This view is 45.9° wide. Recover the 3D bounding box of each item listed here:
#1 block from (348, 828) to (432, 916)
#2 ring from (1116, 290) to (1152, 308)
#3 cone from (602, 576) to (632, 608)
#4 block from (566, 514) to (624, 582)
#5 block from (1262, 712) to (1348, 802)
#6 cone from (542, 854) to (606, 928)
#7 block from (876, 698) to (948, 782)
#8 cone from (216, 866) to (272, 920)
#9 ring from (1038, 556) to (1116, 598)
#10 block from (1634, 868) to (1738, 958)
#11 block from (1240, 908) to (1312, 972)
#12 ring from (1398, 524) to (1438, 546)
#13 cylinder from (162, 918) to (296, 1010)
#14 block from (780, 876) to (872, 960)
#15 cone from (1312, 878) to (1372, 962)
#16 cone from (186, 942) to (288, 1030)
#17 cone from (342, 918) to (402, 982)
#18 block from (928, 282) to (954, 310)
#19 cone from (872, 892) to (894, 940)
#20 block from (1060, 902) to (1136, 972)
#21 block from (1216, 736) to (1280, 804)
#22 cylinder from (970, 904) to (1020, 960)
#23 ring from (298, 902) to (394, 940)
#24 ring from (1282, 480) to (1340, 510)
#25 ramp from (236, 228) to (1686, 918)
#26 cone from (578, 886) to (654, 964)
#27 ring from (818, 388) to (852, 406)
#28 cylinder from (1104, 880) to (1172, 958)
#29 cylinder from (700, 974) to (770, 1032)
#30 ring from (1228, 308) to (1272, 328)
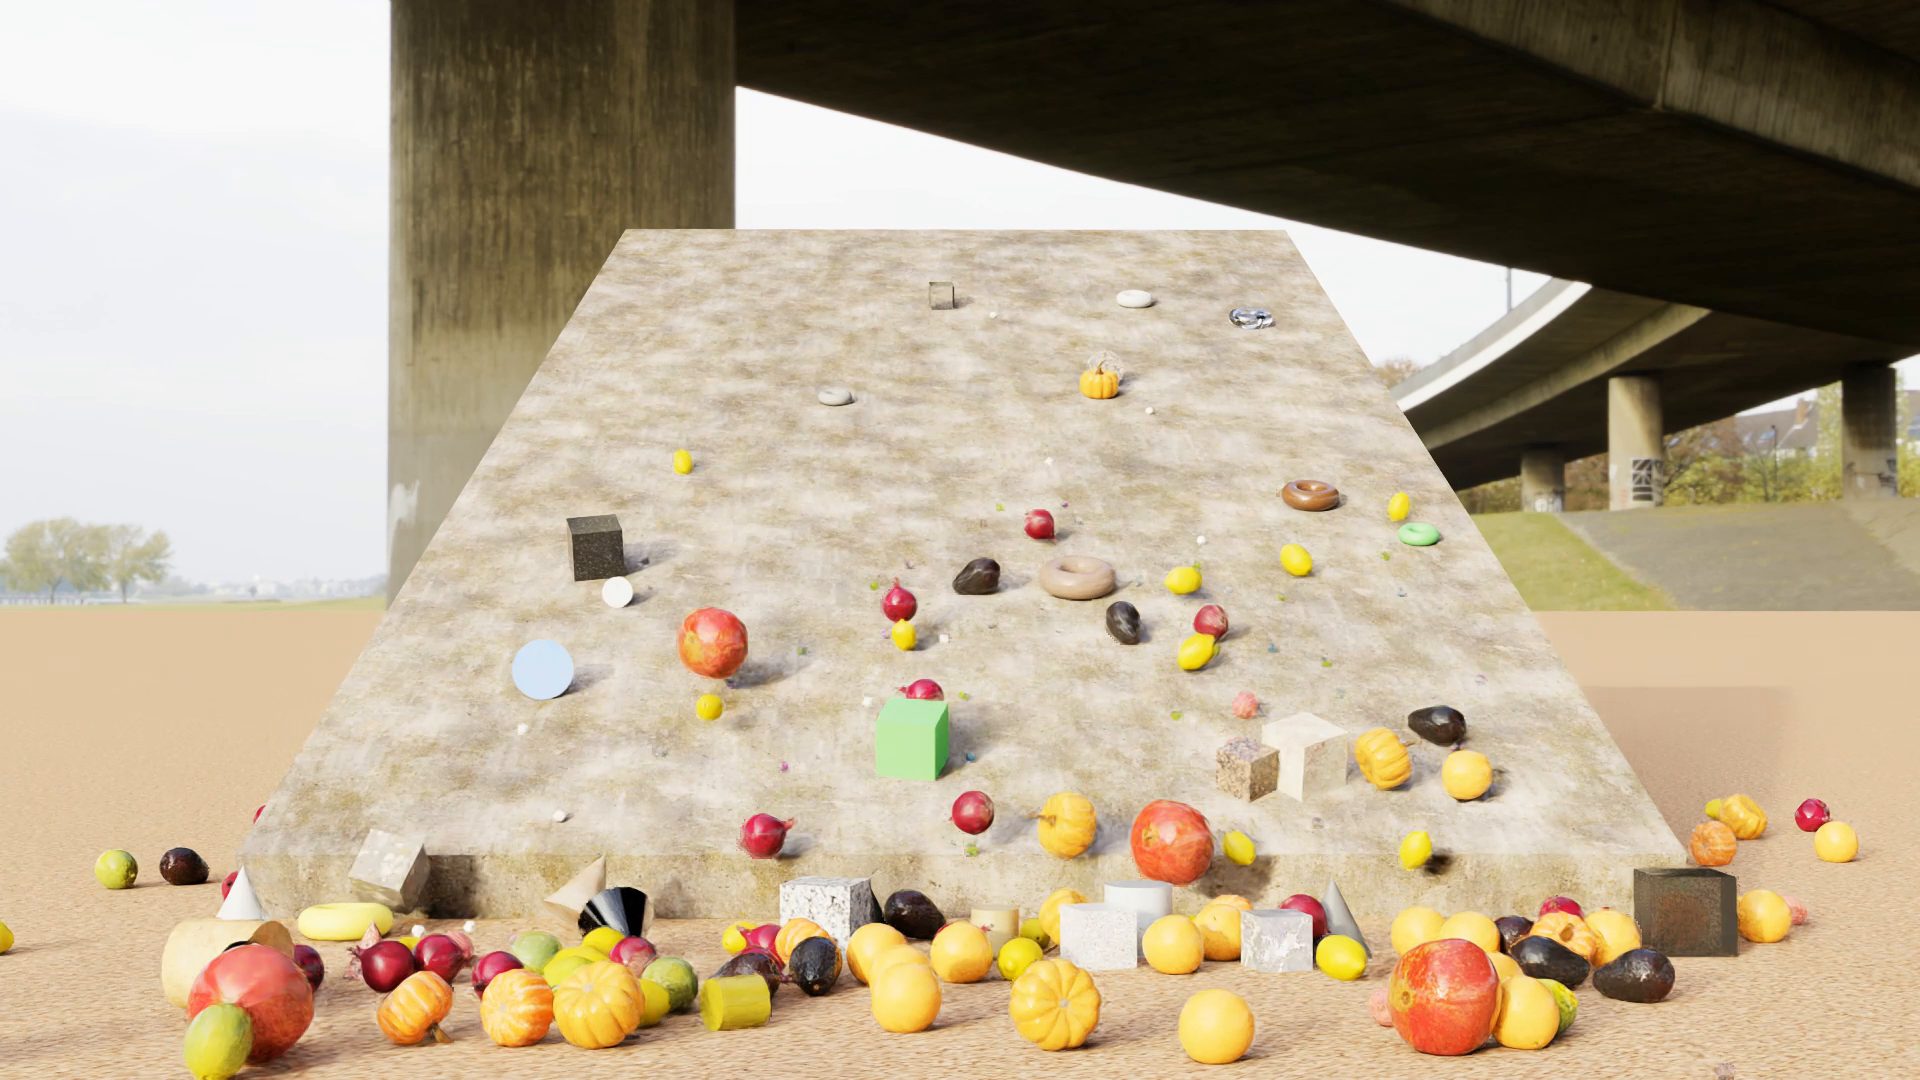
[{"bbox_3d":[-0.768,0.448,3.059,0.074,0.074,0.074,14,-34,9],"label":"block"},{"bbox_3d":[0.462,-0.638,6.004,0.097,0.032,0.097,1,20,0],"label":"ring"},{"bbox_3d":[-0.599,0.095,4.010,0.054,0.054,0.054,0,-7,6],"label":"cone"},{"bbox_3d":[-0.665,0.014,4.135,0.091,0.091,0.091,-5,21,-15],"label":"block"},{"bbox_3d":[0.503,0.316,3.318,0.088,0.088,0.088,-14,24,-33],"label":"block"},{"bbox_3d":[-0.489,0.457,2.999,0.095,0.095,0.095,20,-24,9],"label":"cone"},{"bbox_3d":[-0.071,0.296,3.369,0.089,0.089,0.089,4,21,11],"label":"block"},{"bbox_3d":[-0.933,0.472,2.951,0.097,0.097,0.097,0,-2,0],"label":"cone"},{"bbox_3d":[0.209,0.067,4.059,0.141,0.047,0.141,1,19,0],"label":"ring"},{"bbox_3d":[0.914,0.469,2.861,0.099,0.099,0.099,0,-2,0],"label":"block"},{"bbox_3d":[0.381,0.482,2.732,0.065,0.065,0.065,0,-2,-14],"label":"block"},{"bbox_3d":[0.869,-0.011,4.304,0.077,0.026,0.077,-1,21,0],"label":"ring"},{"bbox_3d":[-0.787,0.457,2.442,0.098,0.098,0.098,-1,-2,17],"label":"cylinder"},{"bbox_3d":[-0.168,0.473,2.839,0.090,0.090,0.090,0,-2,15],"label":"block"},{"bbox_3d":[0.465,0.469,2.825,0.097,0.097,0.097,0,-2,0],"label":"cone"},{"bbox_3d":[-0.770,0.482,2.356,0.098,0.098,0.098,-29,-12,18],"label":"cone"},{"bbox_3d":[-0.690,0.479,2.666,0.068,0.068,0.068,0,-2,0],"label":"cone"},{"bbox_3d":[-0.049,-0.644,5.976,0.061,0.061,0.061,-3,20,-7],"label":"block"},{"bbox_3d":[-0.118,0.490,2.995,0.065,0.065,0.065,0,-2,0],"label":"cone"},{"bbox_3d":[0.168,0.480,2.750,0.070,0.070,0.070,1,-2,-20],"label":"block"},{"bbox_3d":[0.419,0.334,3.304,0.064,0.064,0.064,-18,27,-40],"label":"block"},{"bbox_3d":[0.043,0.487,2.819,0.060,0.060,0.060,0,-2,0],"label":"cylinder"},{"bbox_3d":[-0.808,0.502,2.987,0.121,0.040,0.121,0,-3,0],"label":"ring"},{"bbox_3d":[0.695,-0.089,4.498,0.115,0.038,0.115,1,19,0],"label":"ring"},{"bbox_3d":[-0.005,-0.208,5.020,2.000,0.100,4.000,0,20,0],"label":"ramp"},{"bbox_3d":[-0.412,0.495,2.800,0.096,0.096,0.096,1,25,-25],"label":"cone"},{"bbox_3d":[-0.284,-0.325,5.157,0.077,0.026,0.077,1,19,0],"label":"ring"},{"bbox_3d":[0.224,0.476,2.852,0.085,0.085,0.085,0,-2,0],"label":"cylinder"},{"bbox_3d":[-0.232,0.477,2.338,0.054,0.054,0.054,1,-2,-32],"label":"cylinder"},{"bbox_3d":[0.743,-0.568,5.809,0.113,0.038,0.113,1,19,0],"label":"ring"}]
